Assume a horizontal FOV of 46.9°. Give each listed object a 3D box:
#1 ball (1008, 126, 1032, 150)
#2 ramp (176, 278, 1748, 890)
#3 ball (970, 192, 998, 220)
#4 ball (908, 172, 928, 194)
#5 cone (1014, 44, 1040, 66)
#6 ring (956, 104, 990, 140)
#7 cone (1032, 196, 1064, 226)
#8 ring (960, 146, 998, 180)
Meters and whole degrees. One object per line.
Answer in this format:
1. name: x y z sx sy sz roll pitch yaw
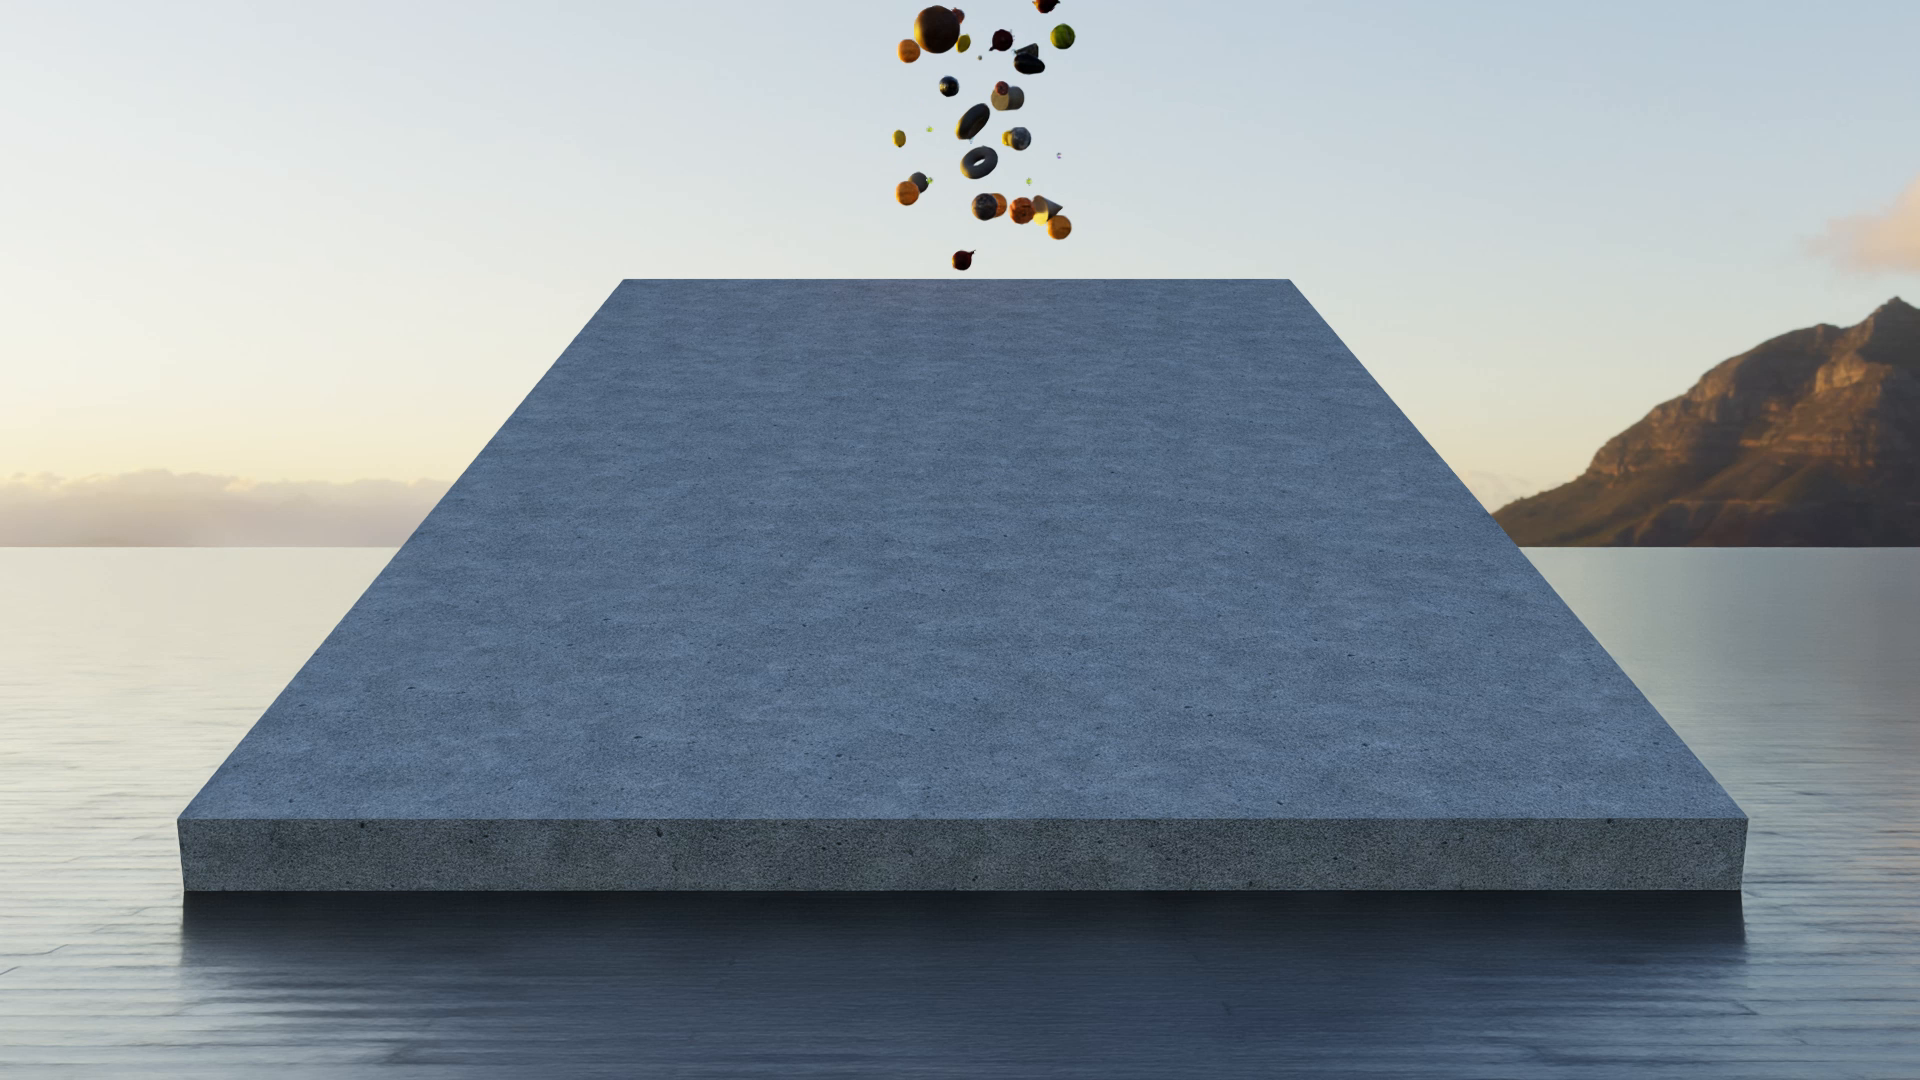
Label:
1. ball: 0.168 -1.128 6.226 0.067 0.067 0.067 0 0 0
2. ramp: -0.002 -0.167 4.749 2.000 0.100 4.000 0 17 0
3. ball: 0.069 -0.929 6.179 0.077 0.077 0.077 0 0 0
4. ball: -0.122 -1.047 6.487 0.062 0.062 0.062 0 0 0
5. cone: 0.180 -1.379 6.273 0.065 0.065 0.065 2 -1 -28
6. ring: 0.036 -1.178 6.240 0.122 0.041 0.122 -42 -11 -10
7. cone: 0.263 -0.945 6.319 0.087 0.087 0.087 -12 6 -30
8. ring: 0.053 -1.052 6.172 0.112 0.112 0.037 0 -36 28
